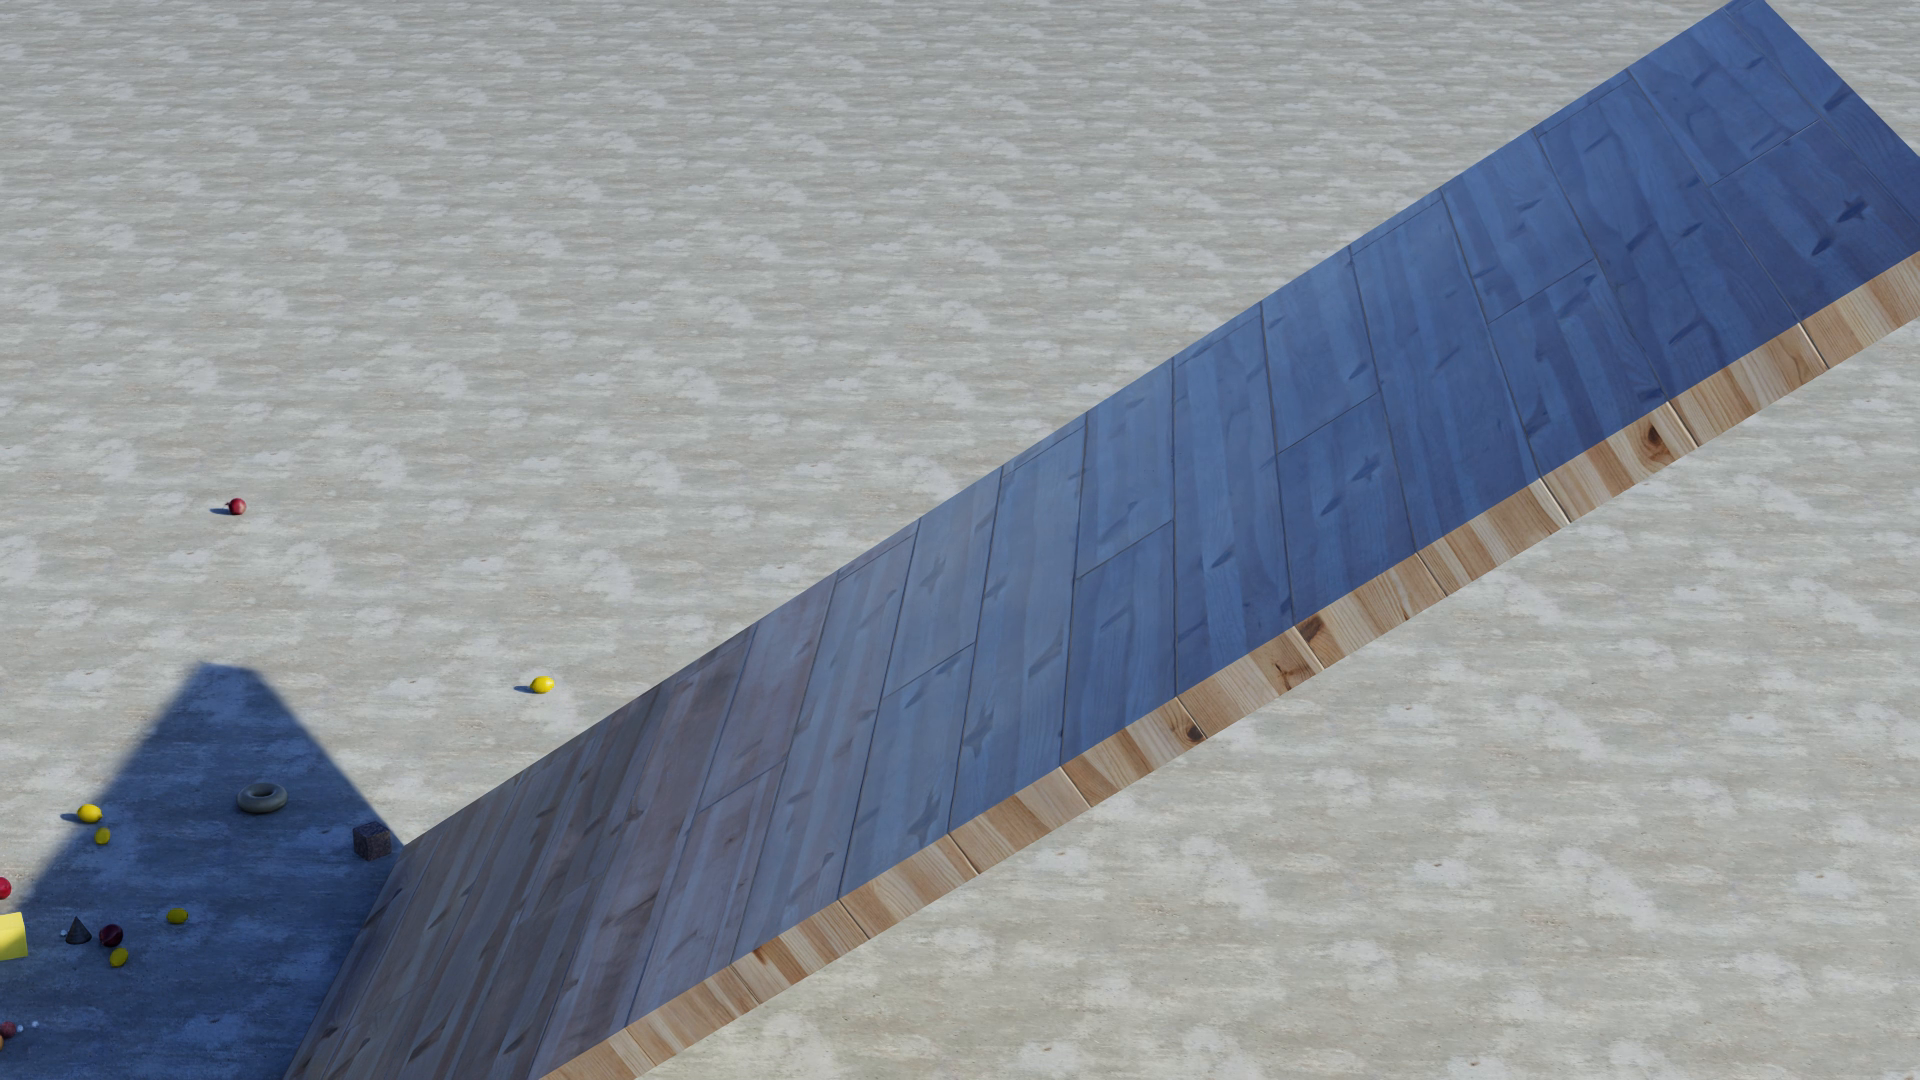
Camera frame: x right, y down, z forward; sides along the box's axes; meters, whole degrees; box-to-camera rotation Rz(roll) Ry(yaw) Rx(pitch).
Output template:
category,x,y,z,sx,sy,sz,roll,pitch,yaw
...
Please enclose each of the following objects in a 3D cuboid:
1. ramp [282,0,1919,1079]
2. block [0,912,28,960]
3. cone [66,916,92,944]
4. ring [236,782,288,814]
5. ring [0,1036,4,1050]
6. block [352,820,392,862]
category,x,y,z,sx,sy,sz,roll,pitch,yaw
ramp,0.136,0.174,6.305,4.000,0.100,2.000,-32,16,15
block,-2.385,0.994,7.362,0.083,0.083,0.083,-9,23,-21
cone,-2.229,0.977,7.428,0.065,0.065,0.065,0,21,0
ring,-1.930,0.713,8.133,0.140,0.047,0.140,1,21,0
ring,-2.311,1.190,6.919,0.117,0.039,0.117,0,23,0
block,-1.572,0.805,7.863,0.071,0.071,0.071,-18,28,-38
